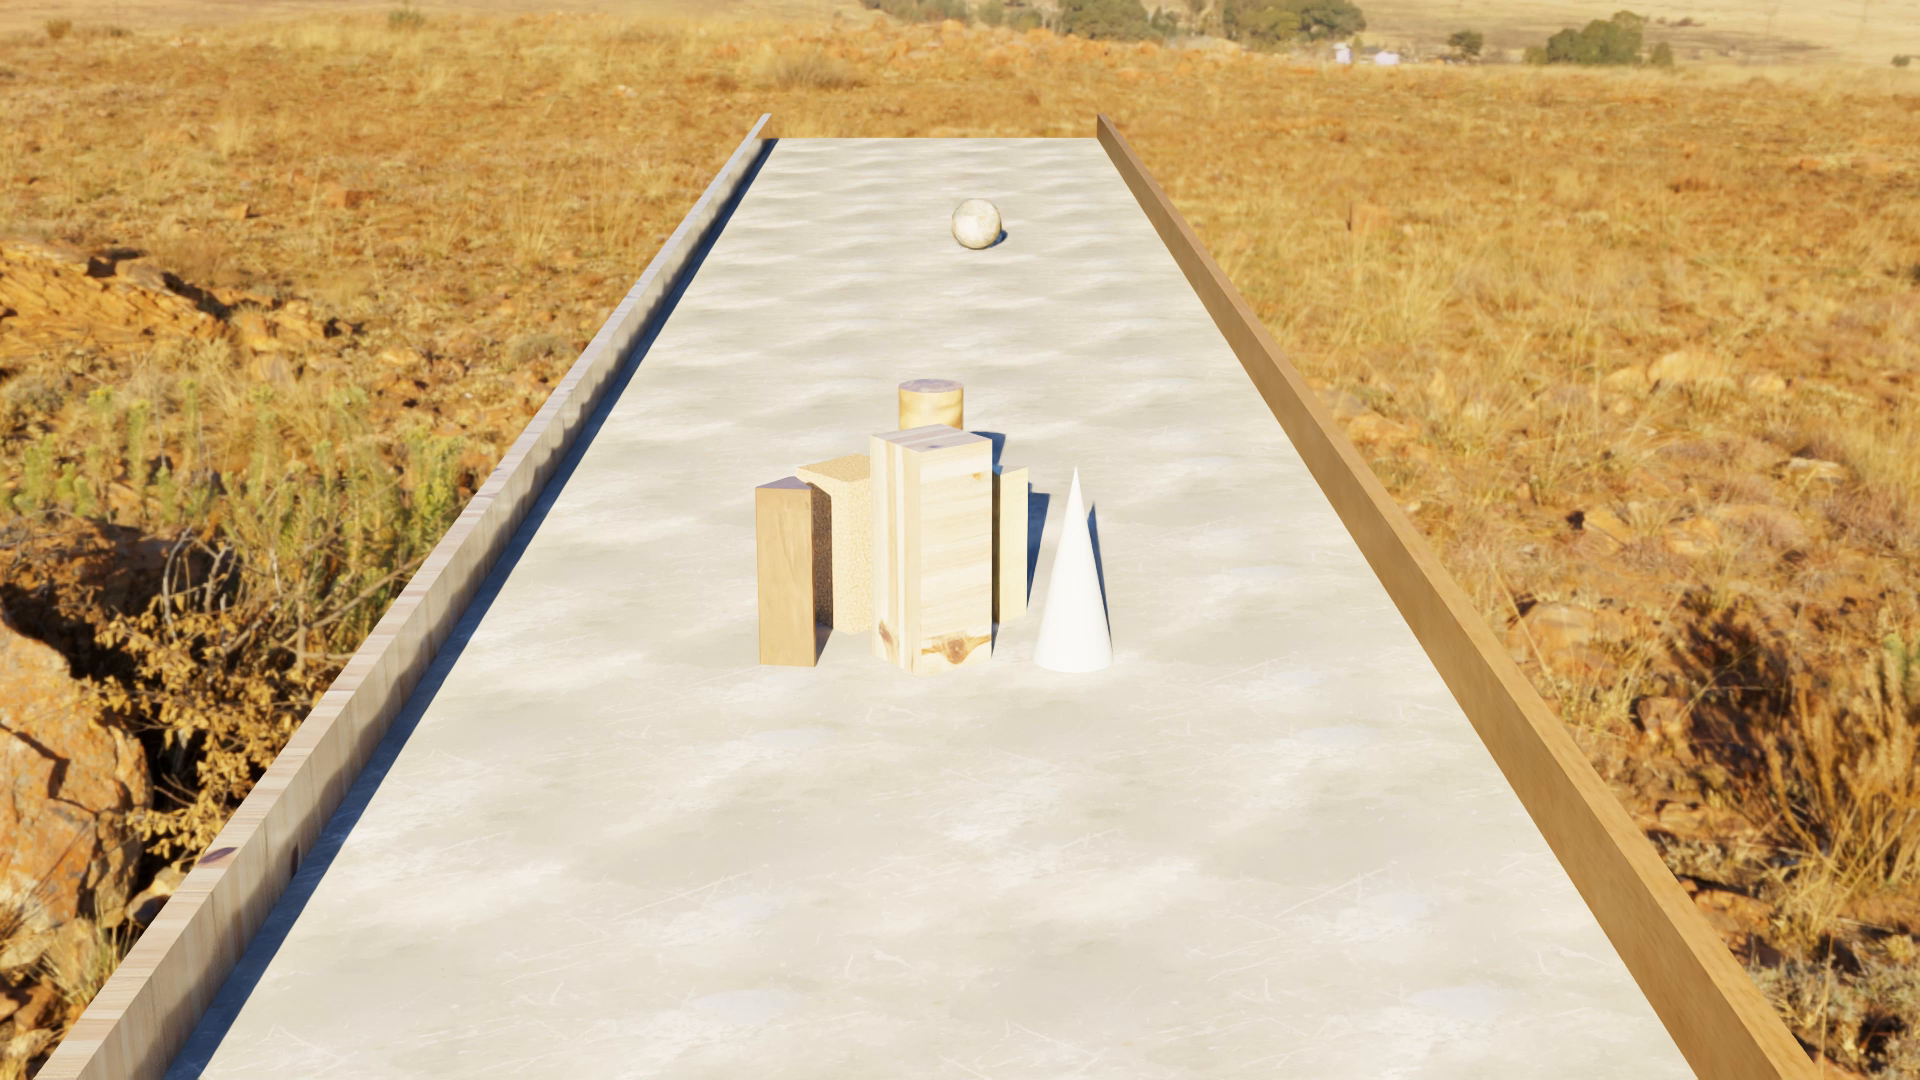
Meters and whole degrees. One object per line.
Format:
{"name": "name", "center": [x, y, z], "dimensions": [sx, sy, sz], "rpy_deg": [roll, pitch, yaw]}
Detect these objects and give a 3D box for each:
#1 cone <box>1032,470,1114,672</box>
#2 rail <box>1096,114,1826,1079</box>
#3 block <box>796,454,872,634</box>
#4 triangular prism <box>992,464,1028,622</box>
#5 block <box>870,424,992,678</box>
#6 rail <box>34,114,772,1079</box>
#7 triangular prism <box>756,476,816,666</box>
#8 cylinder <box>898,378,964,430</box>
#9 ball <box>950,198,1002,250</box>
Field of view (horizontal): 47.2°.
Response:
{"name": "cone", "center": [0.228, 0.046, 4.367], "dimensions": [0.164, 0.401, 0.164], "rpy_deg": [0, 17, 0]}
{"name": "rail", "center": [0.932, -0.844, 7.801], "dimensions": [0.050, 0.150, 12.000], "rpy_deg": [0, 17, -1]}
{"name": "block", "center": [-0.223, 0.006, 4.634], "dimensions": [0.170, 0.326, 0.170], "rpy_deg": [-15, 22, -41]}
{"name": "triangular prism", "center": [0.083, 0.004, 4.648], "dimensions": [0.078, 0.323, 0.089], "rpy_deg": [14, 22, 40]}
{"name": "block", "center": [-0.057, 0.018, 4.367], "dimensions": [0.171, 0.456, 0.171], "rpy_deg": [-12, 20, -35]}
{"name": "rail", "center": [-1.118, -0.838, 7.780], "dimensions": [0.050, 0.150, 12.000], "rpy_deg": [0, 17, -1]}
{"name": "triangular prism", "center": [-0.337, 0.061, 4.379], "dimensions": [0.112, 0.366, 0.097], "rpy_deg": [2, 17, 7]}
{"name": "cylinder", "center": [-0.064, -0.127, 4.883], "dimensions": [0.144, 0.440, 0.144], "rpy_deg": [0, 17, 0]}
{"name": "ball", "center": [0.069, -1.349, 9.383], "dimensions": [0.217, 0.217, 0.217], "rpy_deg": [0, 17, 0]}
